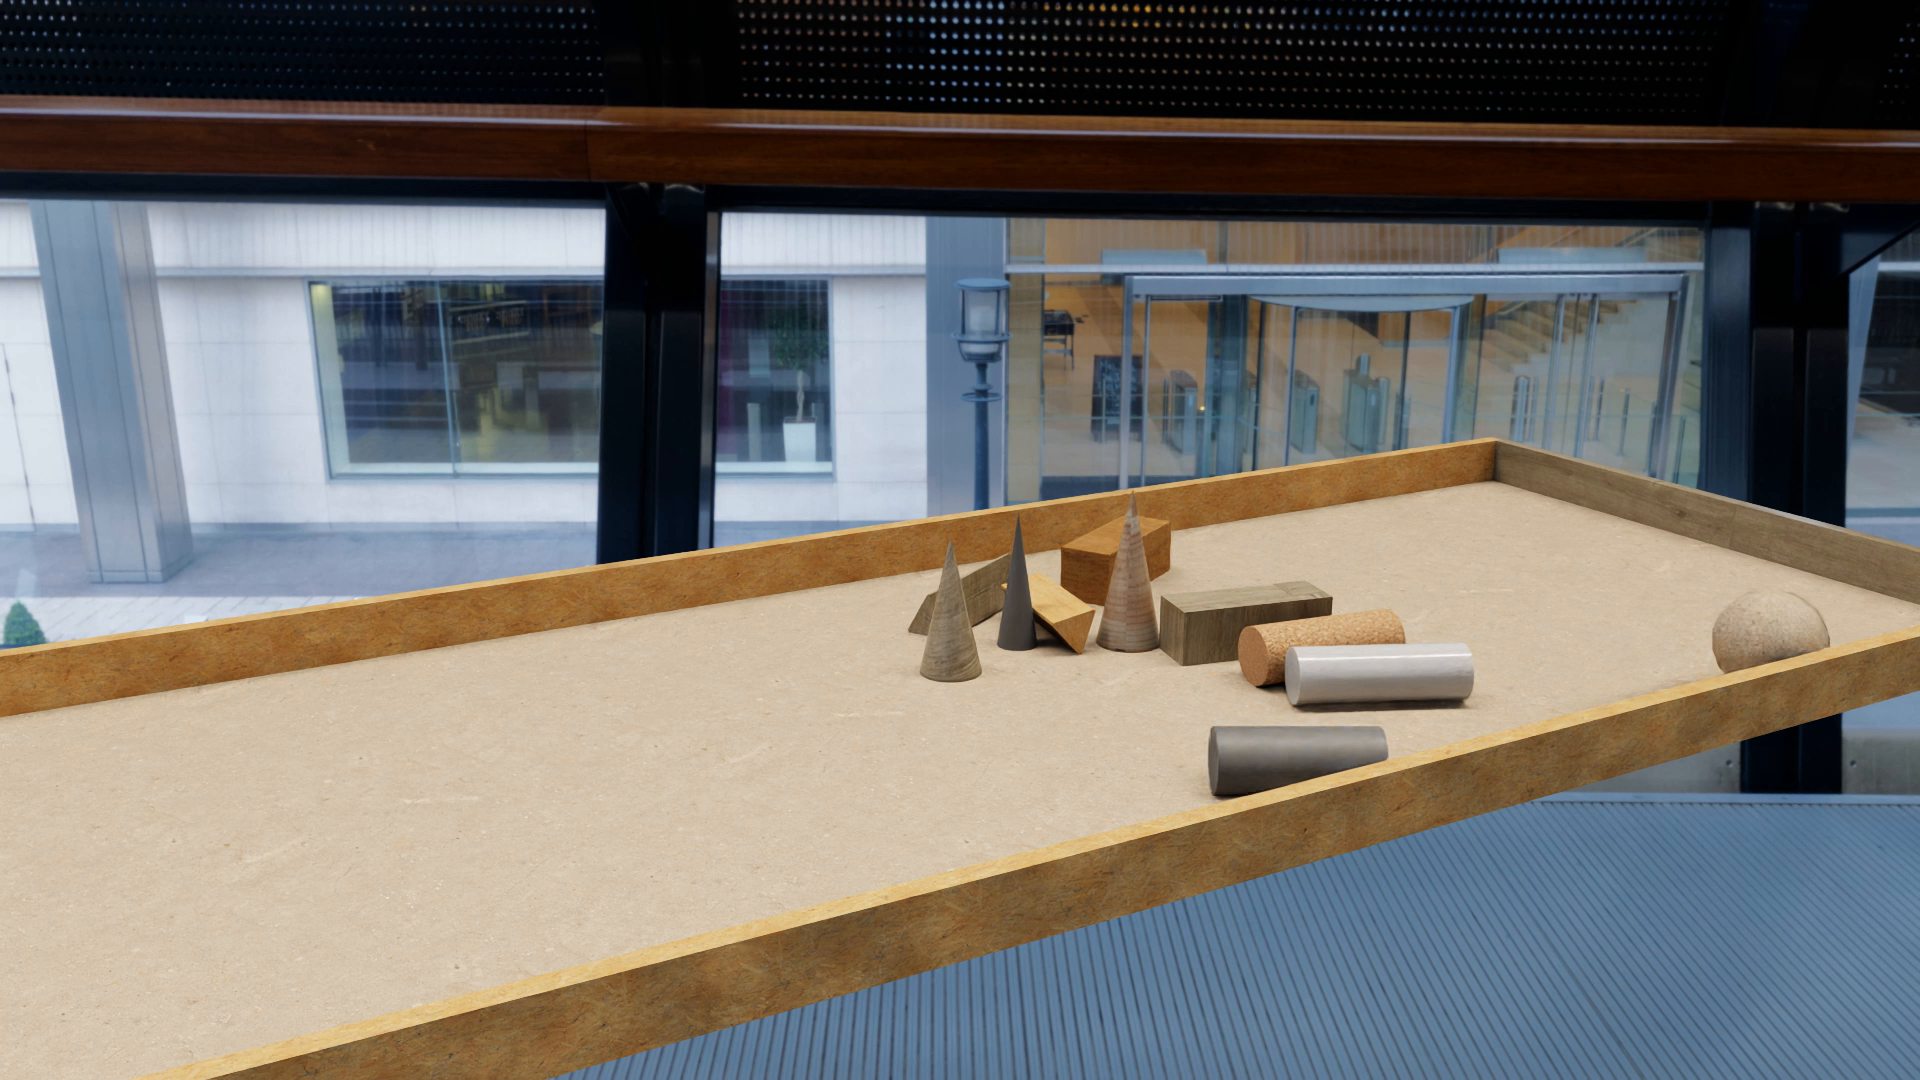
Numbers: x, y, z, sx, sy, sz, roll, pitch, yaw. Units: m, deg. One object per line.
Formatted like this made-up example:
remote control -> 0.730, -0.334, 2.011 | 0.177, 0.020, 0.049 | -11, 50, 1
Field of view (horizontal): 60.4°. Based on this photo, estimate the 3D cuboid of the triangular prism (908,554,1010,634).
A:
triangular prism -> 0.029, 0.147, 4.637 | 0.134, 0.116, 0.448 | 9, 19, 29

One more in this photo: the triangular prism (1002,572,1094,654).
triangular prism -> 0.253, 0.176, 4.463 | 0.108, 0.125, 0.348 | -46, 26, -4

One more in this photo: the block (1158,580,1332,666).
block -> 0.753, 0.218, 4.353 | 0.426, 0.147, 0.147 | -5, 17, -17

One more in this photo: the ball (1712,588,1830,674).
ball -> 1.986, 0.250, 4.043 | 0.260, 0.260, 0.260 | 0, 16, 0

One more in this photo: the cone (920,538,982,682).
cone -> -0.023, 0.163, 4.162 | 0.160, 0.360, 0.160 | 0, 16, 0

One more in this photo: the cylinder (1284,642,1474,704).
cylinder -> 1.015, 0.324, 4.004 | 0.424, 0.141, 0.141 | -1, 16, -4

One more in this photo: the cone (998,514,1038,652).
cone -> 0.153, 0.102, 4.354 | 0.108, 0.367, 0.108 | 0, 16, 0

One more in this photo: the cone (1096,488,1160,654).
cone -> 0.452, 0.069, 4.364 | 0.174, 0.427, 0.174 | 0, 16, 0

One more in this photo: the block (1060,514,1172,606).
block -> 0.465, 0.056, 4.888 | 0.156, 0.156, 0.414 | 10, 19, 30

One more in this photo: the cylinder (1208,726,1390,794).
cylinder -> 0.717, 0.468, 3.509 | 0.356, 0.143, 0.143 | 0, 16, 0

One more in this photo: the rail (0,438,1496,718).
rail -> -3.305, 0.497, 3.399 | 12.000, 0.150, 0.050 | -9, 18, -27

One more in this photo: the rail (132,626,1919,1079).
rail -> -2.336, 1.006, 1.665 | 12.000, 0.150, 0.050 | -9, 18, -27

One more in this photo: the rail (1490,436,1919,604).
rail -> 2.466, -0.048, 5.253 | 0.050, 0.150, 2.100 | -9, 18, -27

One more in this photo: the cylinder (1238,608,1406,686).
cylinder -> 0.915, 0.269, 4.172 | 0.396, 0.150, 0.150 | -6, 17, -19
